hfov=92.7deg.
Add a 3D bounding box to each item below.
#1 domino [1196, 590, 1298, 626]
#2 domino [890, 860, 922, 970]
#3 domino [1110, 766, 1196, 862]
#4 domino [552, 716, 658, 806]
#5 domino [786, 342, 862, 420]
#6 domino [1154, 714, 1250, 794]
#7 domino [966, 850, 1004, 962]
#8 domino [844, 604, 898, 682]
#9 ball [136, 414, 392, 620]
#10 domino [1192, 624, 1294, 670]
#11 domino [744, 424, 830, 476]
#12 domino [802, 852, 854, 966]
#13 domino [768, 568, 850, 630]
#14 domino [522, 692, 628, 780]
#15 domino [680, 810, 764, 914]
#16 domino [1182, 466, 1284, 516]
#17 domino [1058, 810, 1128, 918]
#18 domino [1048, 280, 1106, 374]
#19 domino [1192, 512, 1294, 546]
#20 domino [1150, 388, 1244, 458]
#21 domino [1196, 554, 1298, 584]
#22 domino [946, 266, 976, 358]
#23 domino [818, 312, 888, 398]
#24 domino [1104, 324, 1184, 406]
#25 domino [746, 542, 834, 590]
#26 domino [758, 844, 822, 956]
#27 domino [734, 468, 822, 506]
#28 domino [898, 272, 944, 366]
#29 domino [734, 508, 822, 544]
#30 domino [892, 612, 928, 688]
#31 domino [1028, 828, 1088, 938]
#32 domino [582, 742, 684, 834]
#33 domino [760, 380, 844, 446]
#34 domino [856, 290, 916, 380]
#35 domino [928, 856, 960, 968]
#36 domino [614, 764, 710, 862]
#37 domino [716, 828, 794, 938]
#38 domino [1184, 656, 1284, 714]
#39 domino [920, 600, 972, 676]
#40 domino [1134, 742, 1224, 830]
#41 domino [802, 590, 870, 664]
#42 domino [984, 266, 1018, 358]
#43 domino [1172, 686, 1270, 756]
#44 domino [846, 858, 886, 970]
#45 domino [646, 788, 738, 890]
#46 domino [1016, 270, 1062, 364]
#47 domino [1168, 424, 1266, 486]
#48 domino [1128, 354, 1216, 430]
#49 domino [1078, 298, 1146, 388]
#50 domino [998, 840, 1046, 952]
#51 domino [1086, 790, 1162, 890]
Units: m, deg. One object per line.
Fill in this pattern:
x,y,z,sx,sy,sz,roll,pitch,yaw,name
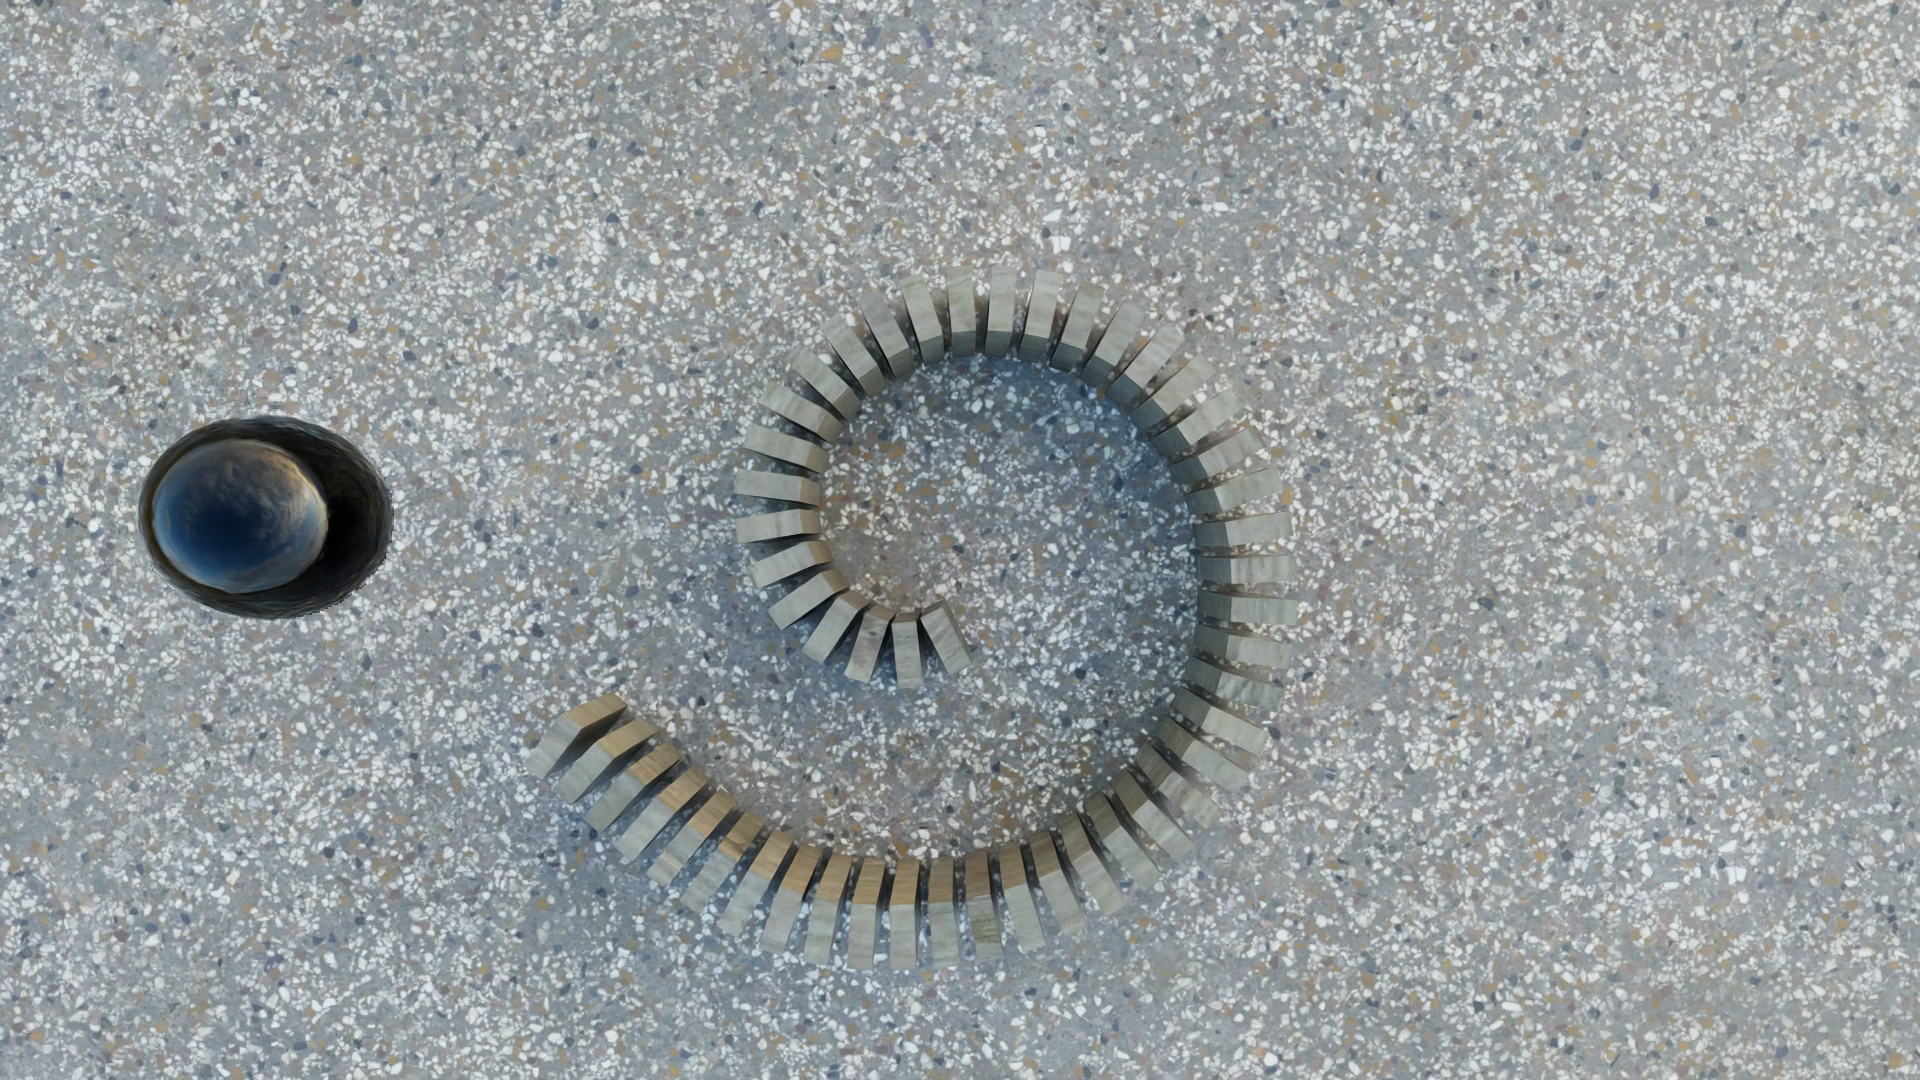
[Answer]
0.116,0.027,0.375,0.025,0.050,0.010,3,90,0,domino
-0.022,0.152,0.375,0.009,0.050,0.025,-1,90,0,domino
0.078,0.111,0.375,0.025,0.050,0.010,45,90,0,domino
-0.144,0.089,0.375,0.009,0.050,0.025,43,90,0,domino
-0.055,-0.064,0.375,0.025,0.050,0.009,43,90,0,domino
0.097,0.087,0.375,0.025,0.050,0.009,33,90,0,domino
0.009,0.148,0.375,0.010,0.050,0.025,-12,90,0,domino
-0.036,0.041,0.375,0.009,0.050,0.025,18,90,0,domino
-0.270,-0.009,0.360,0.080,0.080,0.080,0,90,0,ball
0.114,0.043,0.375,0.025,0.050,0.010,9,90,0,domino
-0.070,-0.036,0.375,0.025,0.050,0.009,17,90,0,domino
-0.053,0.150,0.375,0.009,0.050,0.025,11,90,0,domino
-0.061,0.024,0.375,0.025,0.050,0.009,-35,90,0,domino
-0.156,0.079,0.375,0.010,0.050,0.025,38,90,0,domino
-0.096,0.130,0.375,0.009,0.050,0.025,36,90,0,domino
0.111,-0.020,0.375,0.025,0.050,0.009,-20,90,0,domino
0.053,0.131,0.375,0.009,0.050,0.025,-33,90,0,domino
0.047,-0.086,0.375,0.009,0.050,0.025,19,90,0,domino
0.114,-0.004,0.375,0.025,0.050,0.010,-10,90,0,domino
0.096,-0.047,0.375,0.025,0.050,0.009,-36,90,0,domino
0.116,0.011,0.375,0.025,0.050,0.009,-3,90,0,domino
0.000,-0.092,0.375,0.010,0.050,0.025,-5,90,0,domino
-0.043,-0.074,0.375,0.009,0.050,0.025,-36,90,0,domino
0.074,-0.070,0.375,0.009,0.050,0.025,40,90,0,domino
-0.069,0.010,0.375,0.025,0.050,0.009,-23,90,0,domino
-0.069,0.146,0.375,0.009,0.050,0.025,19,90,0,domino
-0.073,-0.021,0.375,0.025,0.050,0.009,7,90,0,domino
-0.015,-0.089,0.375,0.009,0.050,0.025,-18,90,0,domino
-0.073,-0.005,0.375,0.025,0.050,0.009,-9,90,0,domino
-0.020,0.044,0.375,0.010,0.050,0.025,-6,90,0,domino
0.039,0.139,0.375,0.009,0.050,0.025,-25,90,0,domino
-0.132,0.100,0.375,0.009,0.050,0.025,42,90,0,domino
-0.064,-0.051,0.375,0.025,0.050,0.010,28,90,0,domino
-0.029,-0.083,0.375,0.009,0.050,0.025,-28,90,0,domino
-0.006,0.151,0.375,0.010,0.050,0.025,-7,90,0,domino
-0.121,0.111,0.375,0.010,0.050,0.025,41,90,0,domino
-0.083,0.139,0.375,0.010,0.050,0.025,30,90,0,domino
0.111,0.058,0.375,0.025,0.050,0.010,16,90,0,domino
-0.005,0.039,0.375,0.010,0.050,0.025,-27,90,0,domino
0.088,0.099,0.375,0.025,0.050,0.010,39,90,0,domino
-0.050,0.035,0.375,0.010,0.050,0.025,34,90,0,domino
0.016,-0.092,0.375,0.009,0.050,0.025,4,90,0,domino
0.105,0.073,0.375,0.025,0.050,0.009,26,90,0,domino
-0.038,0.152,0.375,0.009,0.050,0.025,4,90,0,domino
-0.109,0.121,0.375,0.010,0.050,0.025,39,90,0,domino
0.032,-0.090,0.375,0.009,0.050,0.025,11,90,0,domino
0.104,-0.034,0.375,0.025,0.050,0.010,-29,90,0,domino
0.086,-0.059,0.375,0.025,0.050,0.010,-42,90,0,domino
0.061,-0.080,0.375,0.009,0.050,0.025,29,90,0,domino
0.025,0.144,0.375,0.009,0.050,0.025,-17,90,0,domino
0.066,0.122,0.375,0.009,0.050,0.025,-40,90,0,domino
